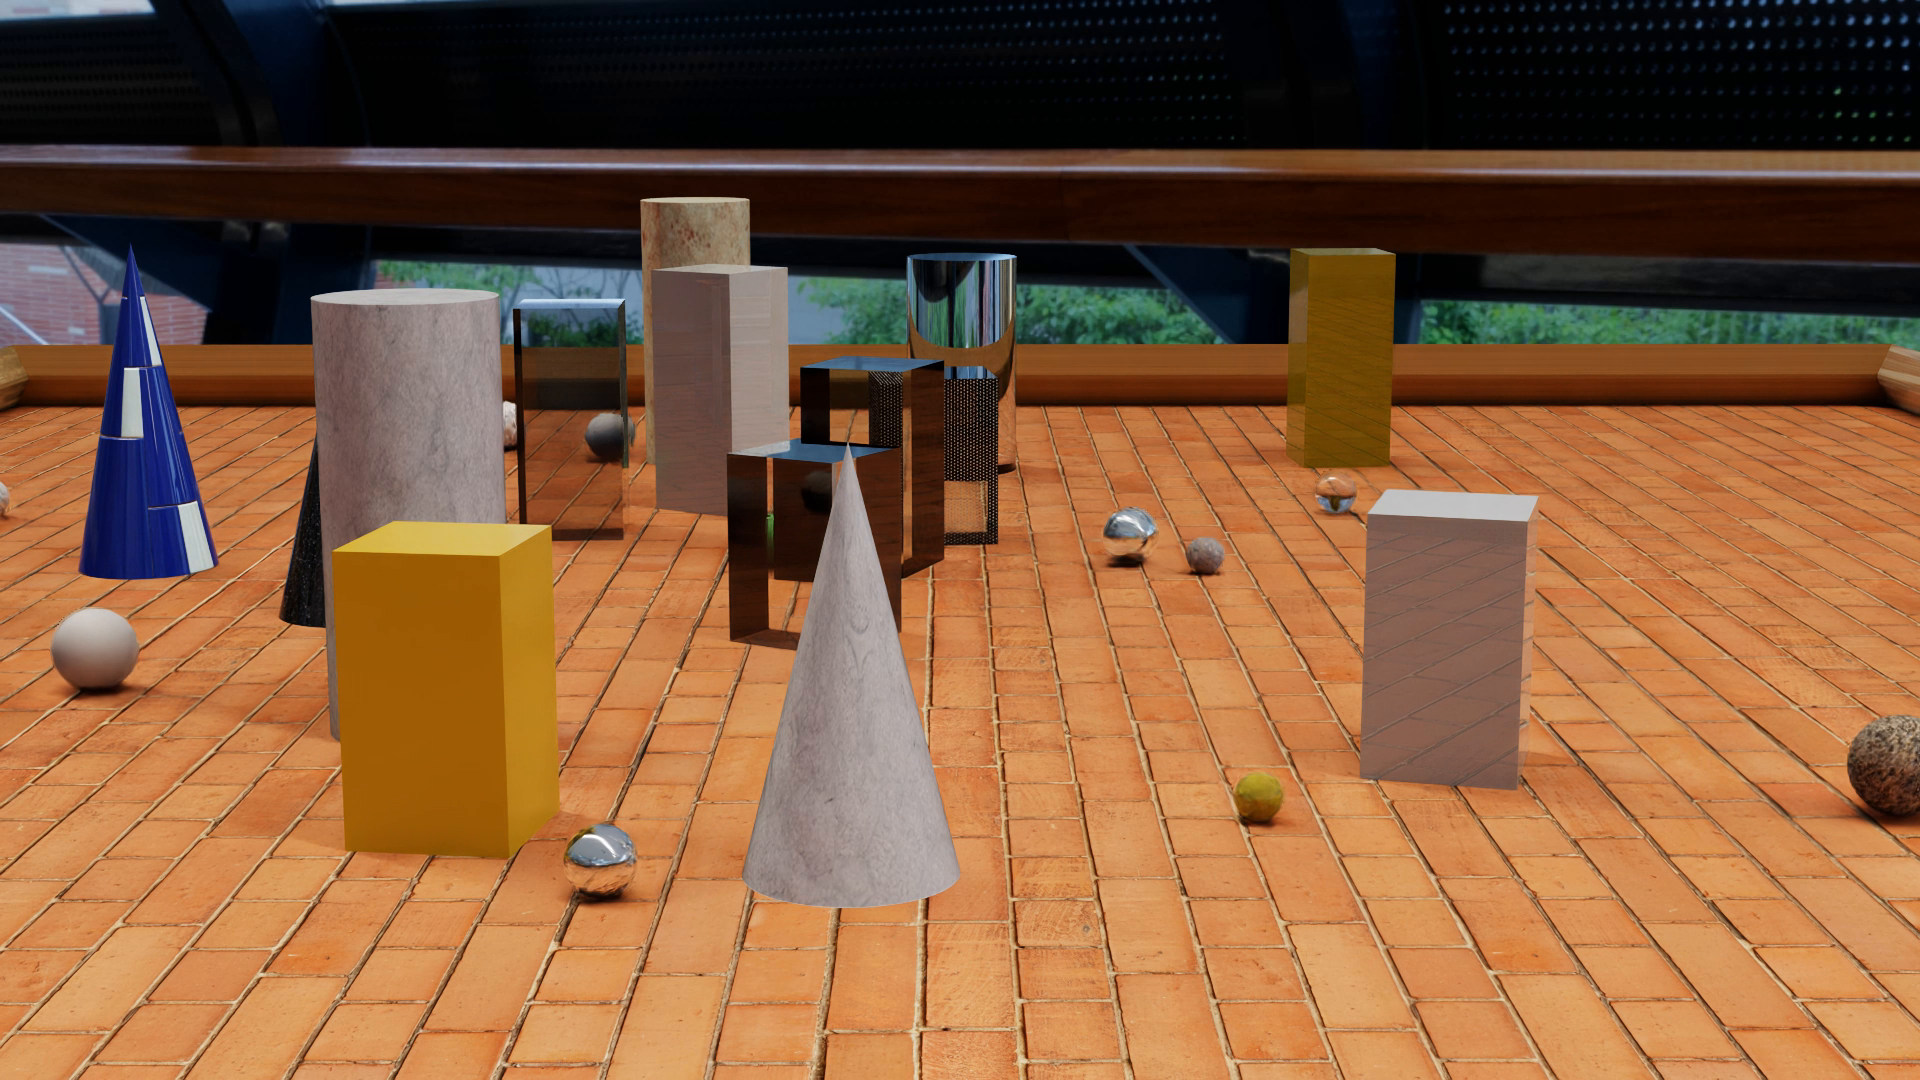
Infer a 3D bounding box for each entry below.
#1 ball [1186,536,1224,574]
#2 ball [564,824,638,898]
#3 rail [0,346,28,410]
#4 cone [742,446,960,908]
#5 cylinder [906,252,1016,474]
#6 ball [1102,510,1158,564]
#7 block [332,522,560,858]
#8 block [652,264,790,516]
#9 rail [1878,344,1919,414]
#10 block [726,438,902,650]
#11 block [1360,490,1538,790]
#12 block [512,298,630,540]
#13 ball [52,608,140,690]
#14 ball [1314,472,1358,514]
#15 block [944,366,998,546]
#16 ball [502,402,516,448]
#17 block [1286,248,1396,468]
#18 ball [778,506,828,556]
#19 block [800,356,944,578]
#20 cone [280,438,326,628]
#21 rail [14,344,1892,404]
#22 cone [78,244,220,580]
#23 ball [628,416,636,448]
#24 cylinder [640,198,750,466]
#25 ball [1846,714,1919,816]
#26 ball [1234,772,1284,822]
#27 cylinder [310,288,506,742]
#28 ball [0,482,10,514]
[{"bbox_3d":[0.355,0.022,3.727,0.054,0.054,0.054,0,10,0],"label":"ball"},{"bbox_3d":[-0.318,0.284,2.273,0.066,0.066,0.066,0,10,0],"label":"ball"},{"bbox_3d":[-2.016,0.035,3.437,0.045,0.130,4.327,0,10,0],"label":"rail"},{"bbox_3d":[-0.099,0.108,2.310,0.200,0.398,0.200,0,10,0],"label":"cone"},{"bbox_3d":[0.003,-0.321,4.667,0.200,0.387,0.200,0,10,0],"label":"cylinder"},{"bbox_3d":[0.251,-0.005,3.798,0.081,0.081,0.081,0,10,0],"label":"ball"},{"bbox_3d":[-0.487,0.139,2.451,0.160,0.287,0.160,1,11,8],"label":"block"},{"bbox_3d":[-0.396,-0.252,4.265,0.160,0.397,0.160,6,12,31],"label":"block"},{"bbox_3d":[2.016,0.031,3.460,0.045,0.130,4.327,0,10,0],"label":"rail"},{"bbox_3d":[-0.186,0.005,3.294,0.160,0.244,0.160,6,12,30],"label":"block"},{"bbox_3d":[0.513,0.100,2.684,0.160,0.278,0.160,3,11,16],"label":"block"},{"bbox_3d":[-0.608,-0.191,4.031,0.160,0.361,0.160,-1,10,-3],"label":"block"},{"bbox_3d":[-1.019,0.129,3.025,0.097,0.097,0.097,0,10,0],"label":"ball"},{"bbox_3d":[0.619,-0.078,4.225,0.069,0.069,0.069,0,10,0],"label":"ball"},{"bbox_3d":[-0.032,-0.132,4.000,0.160,0.258,0.160,-1,11,-8],"label":"block"},{"bbox_3d":[-0.877,-0.221,4.938,0.090,0.090,0.090,0,10,0],"label":"ball"},{"bbox_3d":[0.703,-0.339,4.754,0.160,0.390,0.160,-1,11,-5],"label":"block"},{"bbox_3d":[-0.236,-0.013,3.852,0.076,0.076,0.076,0,10,0],"label":"ball"},{"bbox_3d":[-0.127,-0.110,3.763,0.160,0.299,0.160,4,11,21],"label":"block"},{"bbox_3d":[-0.817,-0.105,3.427,0.200,0.412,0.200,0,10,0],"label":"cone"},{"bbox_3d":[-0.012,-0.356,5.553,4.079,0.130,0.045,0,10,0],"label":"rail"},{"bbox_3d":[-1.195,-0.196,3.739,0.200,0.476,0.200,0,10,0],"label":"cone"},{"bbox_3d":[-0.659,-0.204,4.854,0.088,0.088,0.088,0,10,0],"label":"ball"},{"bbox_3d":[-0.487,-0.387,4.757,0.200,0.483,0.200,0,10,0],"label":"cylinder"},{"bbox_3d":[0.924,0.222,2.519,0.100,0.100,0.100,0,10,0],"label":"ball"},{"bbox_3d":[0.291,0.251,2.503,0.048,0.048,0.048,0,10,0],"label":"ball"},{"bbox_3d":[-0.599,-0.027,2.817,0.200,0.481,0.200,0,10,0],"label":"cylinder"},{"bbox_3d":[-1.584,-0.069,4.184,0.065,0.065,0.065,0,10,0],"label":"ball"}]
